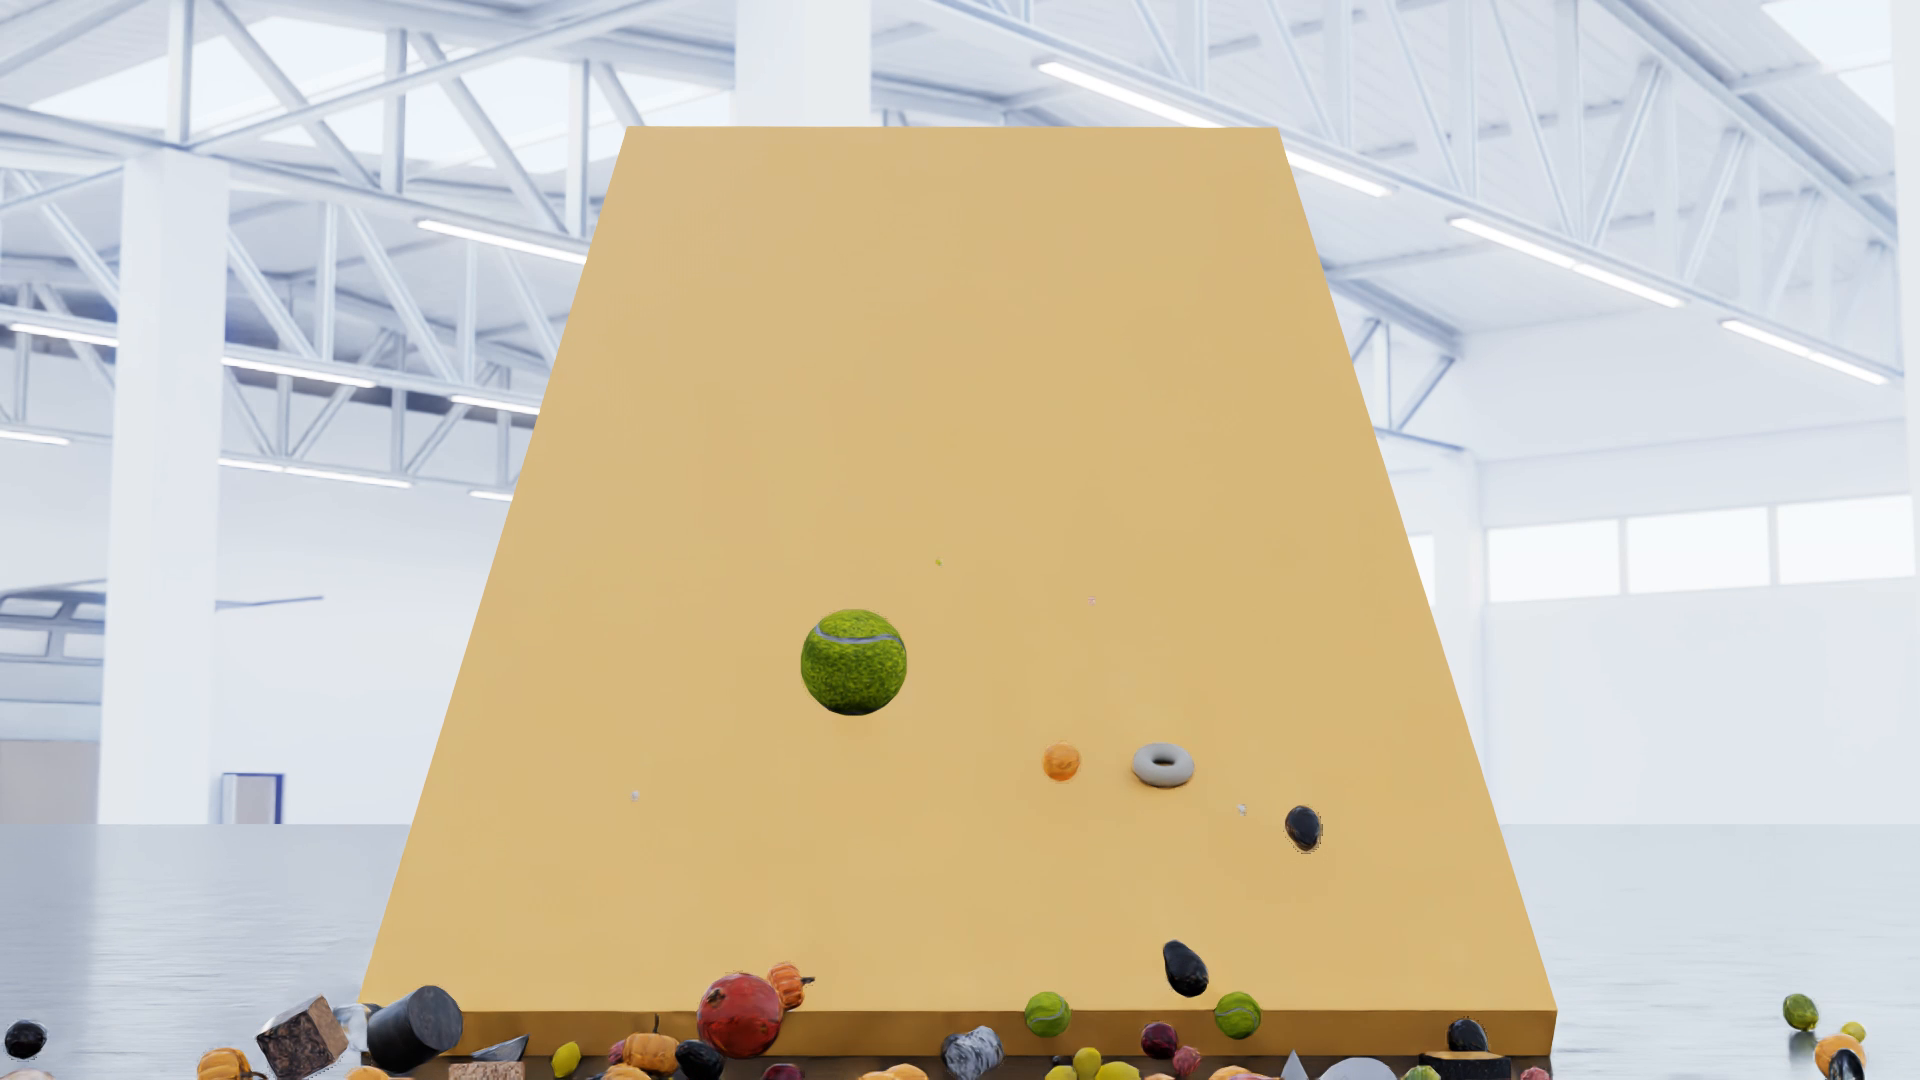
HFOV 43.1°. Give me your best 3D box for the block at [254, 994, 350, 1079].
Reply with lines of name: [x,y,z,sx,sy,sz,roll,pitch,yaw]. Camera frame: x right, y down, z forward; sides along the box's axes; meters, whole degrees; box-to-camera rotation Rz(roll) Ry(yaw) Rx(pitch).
block: [-0.787,0.599,2.907,0.071,0.071,0.071,-27,5,2]

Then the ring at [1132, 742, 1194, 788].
ring: [0.384,0.425,4.598,0.117,0.039,0.117,1,31,-1]

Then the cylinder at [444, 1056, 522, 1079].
cylinder: [-0.587,0.694,3.015,0.089,0.089,0.089,-10,-4,-14]

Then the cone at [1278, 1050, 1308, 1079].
cone: [0.445,0.724,3.233,0.092,0.092,0.092,0,-7,0]

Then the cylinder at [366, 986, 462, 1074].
cylinder: [-0.777,0.697,3.459,0.096,0.096,0.096,-31,-23,31]

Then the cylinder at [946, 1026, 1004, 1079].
cylinder: [0.022,0.774,3.658,0.062,0.062,0.062,-7,11,45]

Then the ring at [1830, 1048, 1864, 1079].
ring: [1.188,0.725,3.252,0.030,0.089,0.089,-3,-7,3]

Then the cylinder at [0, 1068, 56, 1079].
cylinder: [-1.077,0.667,2.807,0.083,0.083,0.083,3,12,-26]

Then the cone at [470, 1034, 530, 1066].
cone: [-0.642,0.732,3.465,0.080,0.080,0.080,-44,10,-20]

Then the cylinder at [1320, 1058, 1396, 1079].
cylinder: [0.444,0.632,2.646,0.097,0.097,0.097,-4,-47,29]

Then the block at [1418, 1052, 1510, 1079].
block: [0.656,0.716,3.157,0.090,0.090,0.090,1,-7,-9]

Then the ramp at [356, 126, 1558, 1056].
ramp: [-0.014,-0.202,5.778,2.000,0.100,4.000,0,31,0]
